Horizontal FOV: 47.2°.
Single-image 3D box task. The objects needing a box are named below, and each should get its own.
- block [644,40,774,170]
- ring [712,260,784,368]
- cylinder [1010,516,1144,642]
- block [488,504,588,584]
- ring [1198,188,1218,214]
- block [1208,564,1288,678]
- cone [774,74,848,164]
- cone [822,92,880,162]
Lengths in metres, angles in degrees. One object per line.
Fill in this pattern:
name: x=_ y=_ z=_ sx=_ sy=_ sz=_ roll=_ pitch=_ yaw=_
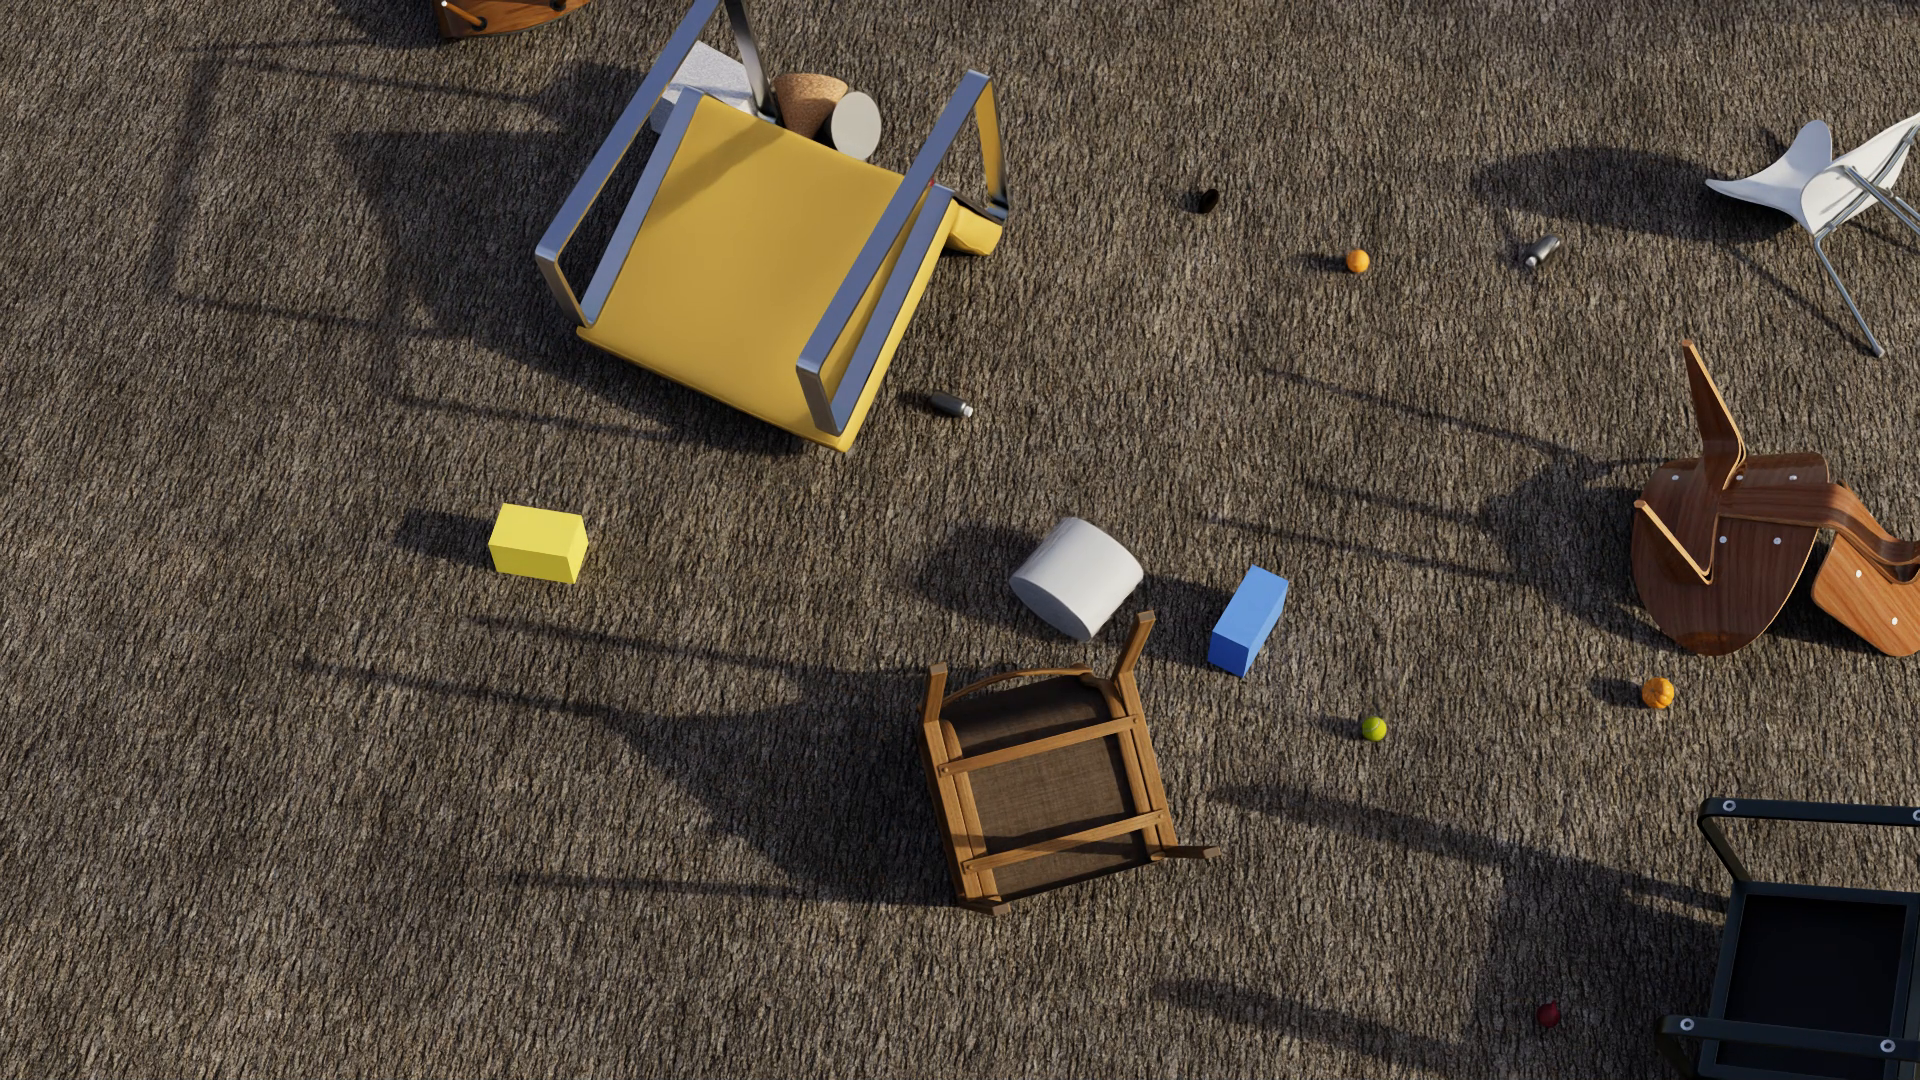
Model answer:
block: x=-0.847 y=-1.473 z=7.441 sx=0.311 sy=0.202 sz=0.275 roll=32 pitch=62 yaw=19
ring: x=-0.672 y=-0.716 z=6.967 sx=0.218 sy=0.125 sz=0.394 roll=-9 pitch=64 yaw=-8
cylinder: x=0.340 y=0.112 z=6.399 sx=0.295 sy=0.163 sz=0.265 roll=36 pitch=63 yaw=13
block: x=-1.240 y=0.011 z=6.479 sx=0.238 sy=0.146 sz=0.148 roll=9 pitch=57 yaw=6
ring: x=0.827 y=-1.127 z=7.309 sx=0.053 sy=0.035 sz=0.106 roll=27 pitch=61 yaw=15
block: x=0.827 y=0.233 z=6.318 sx=0.115 sy=0.165 sz=0.260 roll=26 pitch=60 yaw=16
cone: x=-0.534 y=-1.412 z=7.479 sx=0.262 sy=0.141 sz=0.317 roll=4 pitch=69 yaw=11
cone: x=-0.410 y=-1.401 z=7.456 sx=0.181 sy=0.220 sz=0.231 roll=10 pitch=87 yaw=46
